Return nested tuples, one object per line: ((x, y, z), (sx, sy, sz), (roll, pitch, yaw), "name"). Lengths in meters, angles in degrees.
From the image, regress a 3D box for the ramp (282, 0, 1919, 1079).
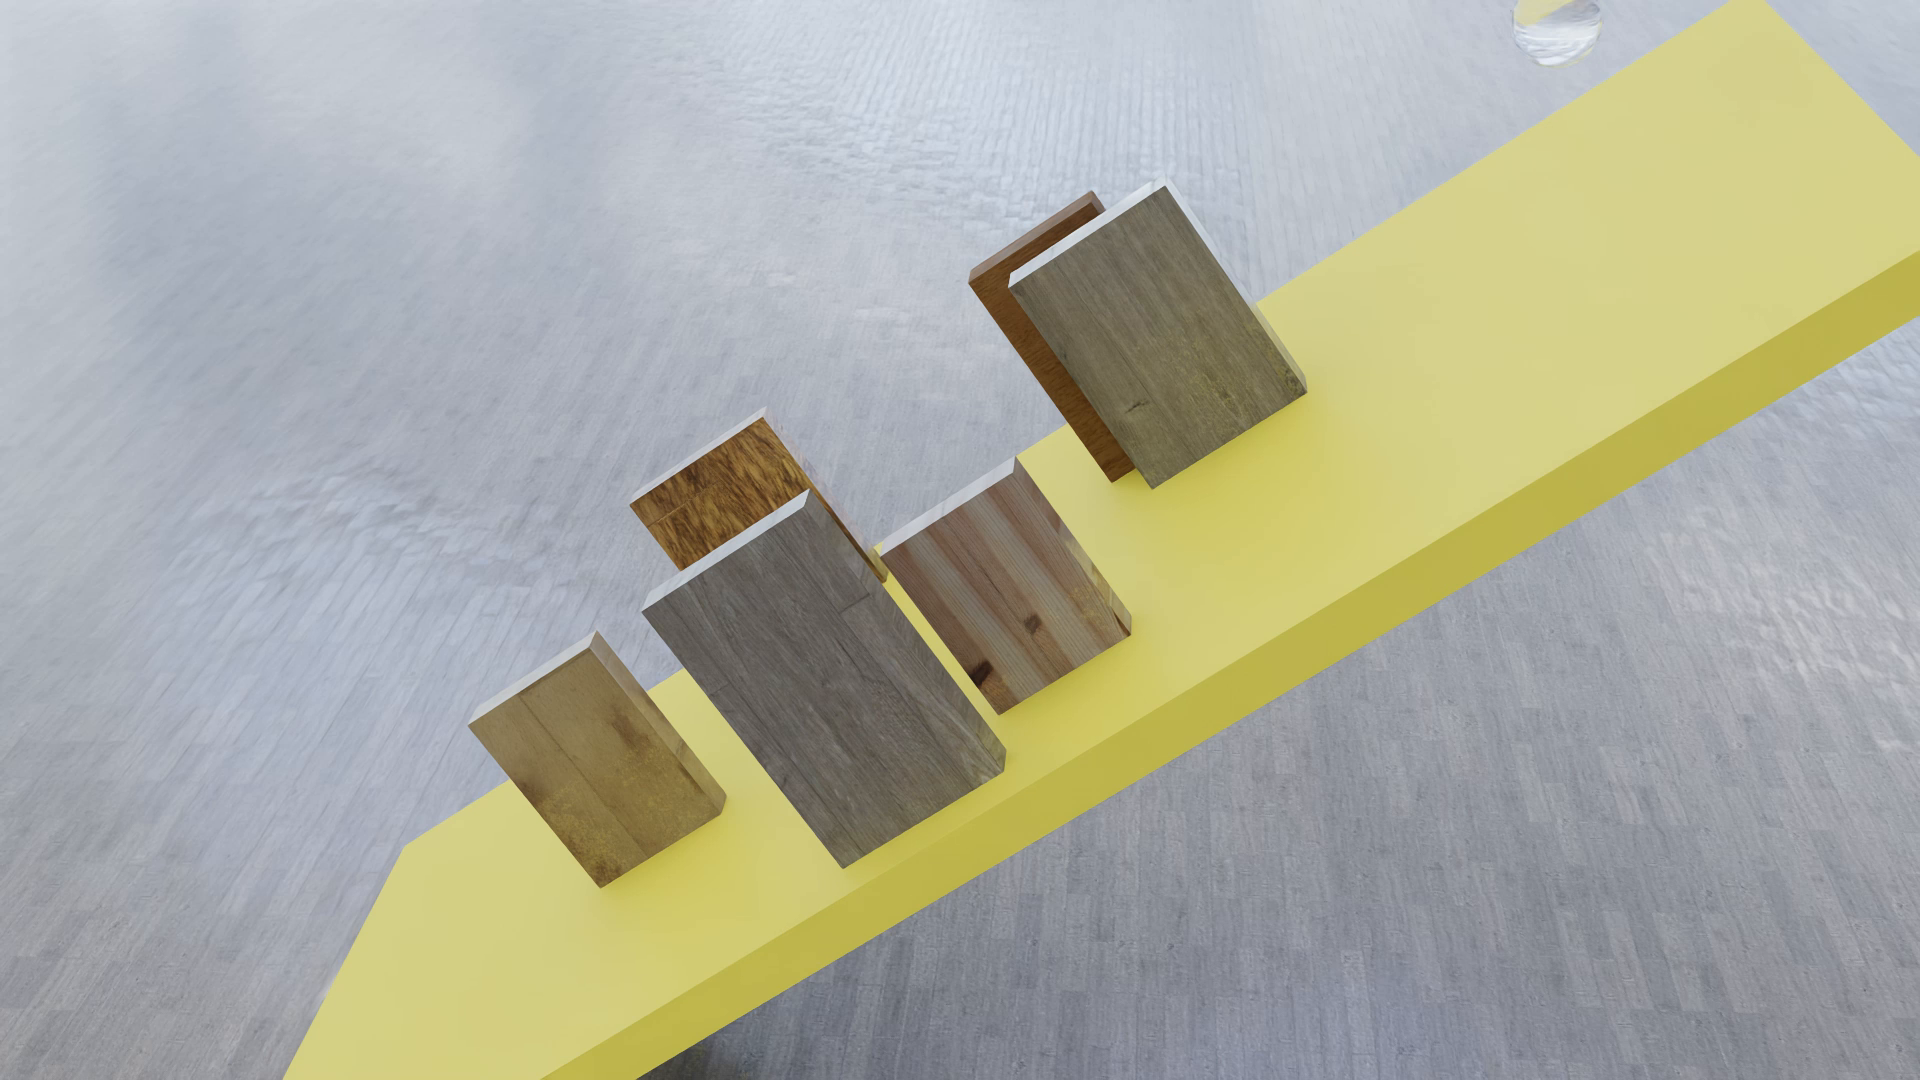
((0.136, 0.174, 6.306), (4.000, 0.100, 2.000), (-32, 16, 15), "ramp")

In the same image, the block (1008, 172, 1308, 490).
((0.423, -0.442, 6.269), (0.396, 0.545, 0.112), (-32, 16, 15), "block")

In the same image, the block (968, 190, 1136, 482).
((0.313, -0.446, 6.493), (0.324, 0.559, 0.105), (-32, 16, 15), "block")

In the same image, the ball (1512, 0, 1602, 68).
((1.184, -1.027, 5.842), (0.177, 0.177, 0.177), (0, 21, 0), "ball")

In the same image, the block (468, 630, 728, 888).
((-0.778, 0.475, 6.331), (0.331, 0.468, 0.091), (-32, 16, 15), "block")

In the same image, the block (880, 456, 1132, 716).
((0.091, 0.090, 5.697), (0.312, 0.401, 0.095), (-32, 16, 15), "block")

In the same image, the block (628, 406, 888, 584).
((-0.479, -0.007, 7.039), (0.398, 0.500, 0.083), (-32, 16, 15), "block")

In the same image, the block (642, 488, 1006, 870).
((-0.249, 0.264, 5.481), (0.373, 0.634, 0.095), (-32, 16, 15), "block")
